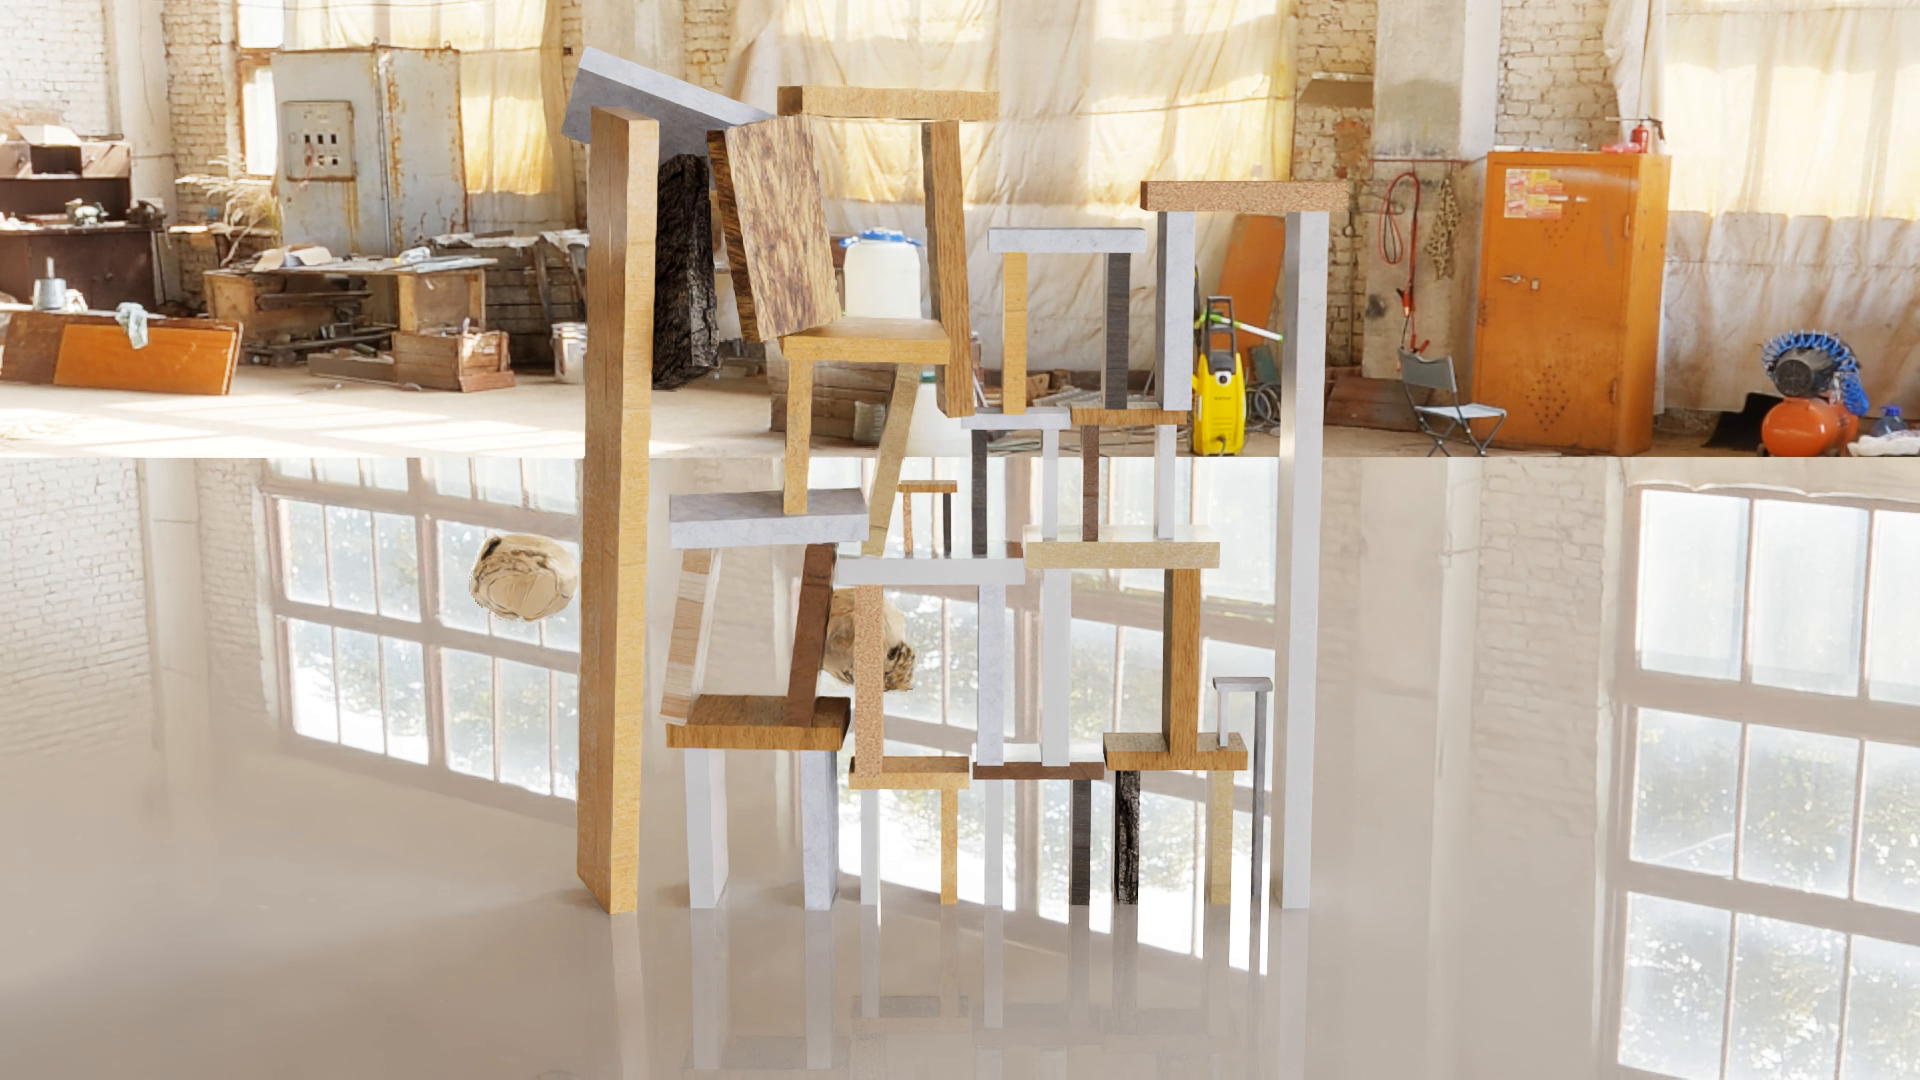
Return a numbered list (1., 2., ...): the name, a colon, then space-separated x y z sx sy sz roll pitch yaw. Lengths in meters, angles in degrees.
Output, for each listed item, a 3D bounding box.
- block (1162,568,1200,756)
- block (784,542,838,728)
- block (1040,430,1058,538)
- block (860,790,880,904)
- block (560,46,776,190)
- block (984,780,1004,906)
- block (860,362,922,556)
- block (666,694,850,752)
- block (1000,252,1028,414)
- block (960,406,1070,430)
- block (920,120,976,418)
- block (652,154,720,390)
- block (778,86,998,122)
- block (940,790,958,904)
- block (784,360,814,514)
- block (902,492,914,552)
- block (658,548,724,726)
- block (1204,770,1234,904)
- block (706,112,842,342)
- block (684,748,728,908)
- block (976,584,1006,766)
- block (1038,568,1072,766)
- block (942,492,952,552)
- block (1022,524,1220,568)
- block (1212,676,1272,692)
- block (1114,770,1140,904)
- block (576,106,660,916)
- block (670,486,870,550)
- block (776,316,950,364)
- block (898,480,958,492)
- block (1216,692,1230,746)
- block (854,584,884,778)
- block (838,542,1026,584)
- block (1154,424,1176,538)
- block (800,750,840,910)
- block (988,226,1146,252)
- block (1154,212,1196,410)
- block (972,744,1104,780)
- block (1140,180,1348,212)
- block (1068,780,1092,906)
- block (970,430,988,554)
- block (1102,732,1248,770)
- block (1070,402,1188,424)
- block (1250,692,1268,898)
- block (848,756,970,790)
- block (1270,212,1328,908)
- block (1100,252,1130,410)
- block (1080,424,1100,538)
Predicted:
1. block: 0.360 0.183 3.589 0.044 0.308 0.154 0 11 0
2. block: -0.235 0.129 3.519 0.043 0.305 0.153 8 18 -1
3. block: 0.144 -0.097 3.541 0.025 0.174 0.087 0 11 0
4. block: -0.149 0.494 3.647 0.028 0.197 0.099 0 11 0
5. block: -0.441 -0.635 3.383 0.322 0.046 0.161 19 -33 -10
6. block: 0.056 0.485 3.647 0.030 0.214 0.107 0 11 0
7. block: -0.108 -0.152 3.496 0.036 0.336 0.126 11 20 -5
8. block: -0.325 0.296 3.576 0.281 0.040 0.140 1 17 4
9. block: 0.086 -0.333 3.500 0.035 0.254 0.122 0 11 -1
10. block: 0.088 -0.196 3.524 0.174 0.025 0.087 0 11 -1
11. block: -0.020 -0.430 3.474 0.044 0.456 0.155 -4 11 -6
12. block: -0.429 -0.401 3.317 0.046 0.322 0.161 1 -10 -34
13. block: -0.113 -0.674 3.401 0.310 0.044 0.155 -2 11 -18
14. block: -0.018 0.493 3.649 0.028 0.197 0.099 0 11 0
15. block: -0.251 -0.181 3.414 0.036 0.252 0.126 2 20 -5
16. block: -0.084 -0.032 3.550 0.014 0.096 0.048 -1 11 0
17. block: -0.428 0.128 3.532 0.043 0.305 0.153 11 17 0
18. block: 0.430 0.477 3.653 0.032 0.229 0.114 0 11 0
19. block: -0.273 -0.463 3.254 0.155 0.310 0.044 -20 19 -38
20. block: -0.418 0.449 3.629 0.040 0.281 0.140 1 16 4
21. block: 0.050 0.204 3.594 0.042 0.298 0.149 0 11 0
22. block: 0.154 0.191 3.590 0.044 0.324 0.154 0 11 0
23. block: -0.021 -0.032 3.552 0.014 0.096 0.048 -1 11 -1
24. block: 0.257 0.010 3.557 0.308 0.044 0.154 0 11 0
25. block: 0.463 0.236 3.602 0.093 0.013 0.046 0 11 0
26. block: 0.277 0.477 3.653 0.032 0.229 0.114 0 10 0
27. block: -0.542 -0.024 3.448 0.046 1.279 0.161 -6 20 -29
28. block: -0.302 -0.035 3.459 0.305 0.043 0.153 -3 18 -7
29. block: -0.149 -0.308 3.364 0.252 0.036 0.126 1 21 -11
30. block: -0.052 -0.086 3.541 0.096 0.014 0.048 0 11 -1
31. block: 0.432 0.288 3.612 0.013 0.093 0.046 0 11 0
32. block: -0.148 0.214 3.593 0.042 0.317 0.149 0 11 -1
33. block: -0.047 0.036 3.561 0.298 0.042 0.149 0 11 -1
34. block: 0.329 -0.101 3.537 0.026 0.182 0.091 0 11 0
35. block: -0.229 0.450 3.618 0.040 0.281 0.140 1 17 4
36. block: 0.167 -0.475 3.473 0.245 0.035 0.122 0 11 0
37. block: 0.341 -0.369 3.497 0.044 0.309 0.154 0 11 0
38. block: 0.127 0.365 3.625 0.214 0.030 0.107 0 11 0
39. block: 0.444 -0.542 3.464 0.309 0.044 0.154 0 11 0
40. block: 0.199 0.485 3.647 0.030 0.214 0.107 0 11 0
41. block: 0.031 -0.084 3.544 0.025 0.201 0.087 0 11 -1
42. block: 0.353 0.348 3.629 0.229 0.032 0.114 0 11 0
43. block: 0.268 -0.203 3.518 0.182 0.026 0.091 0 11 0
44. block: 0.494 0.416 3.636 0.013 0.354 0.046 0 11 0
45. block: -0.083 0.383 3.626 0.197 0.028 0.099 0 11 0
46. block: 0.548 0.034 3.571 0.044 1.129 0.154 0 11 0
47. block: 0.247 -0.337 3.499 0.035 0.245 0.122 0 11 0
48. block: 0.208 -0.101 3.536 0.026 0.182 0.091 0 11 0
